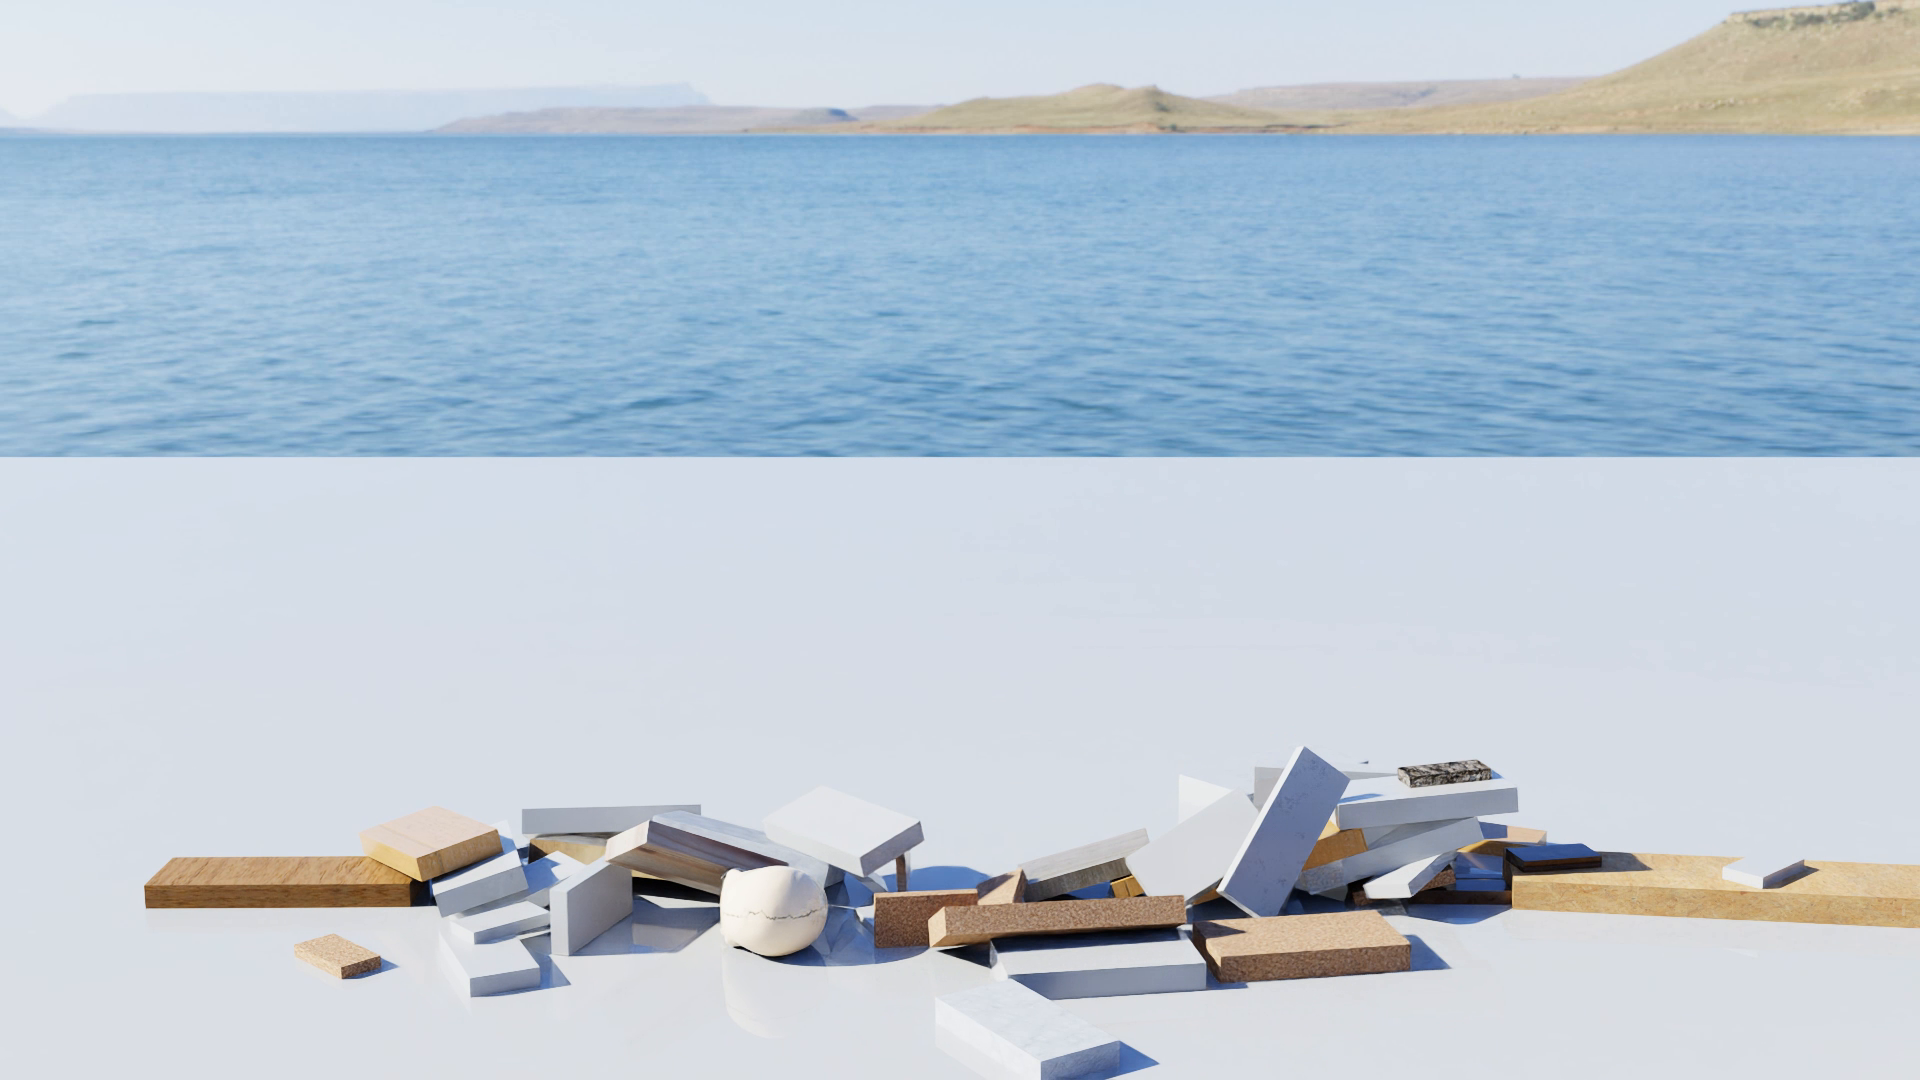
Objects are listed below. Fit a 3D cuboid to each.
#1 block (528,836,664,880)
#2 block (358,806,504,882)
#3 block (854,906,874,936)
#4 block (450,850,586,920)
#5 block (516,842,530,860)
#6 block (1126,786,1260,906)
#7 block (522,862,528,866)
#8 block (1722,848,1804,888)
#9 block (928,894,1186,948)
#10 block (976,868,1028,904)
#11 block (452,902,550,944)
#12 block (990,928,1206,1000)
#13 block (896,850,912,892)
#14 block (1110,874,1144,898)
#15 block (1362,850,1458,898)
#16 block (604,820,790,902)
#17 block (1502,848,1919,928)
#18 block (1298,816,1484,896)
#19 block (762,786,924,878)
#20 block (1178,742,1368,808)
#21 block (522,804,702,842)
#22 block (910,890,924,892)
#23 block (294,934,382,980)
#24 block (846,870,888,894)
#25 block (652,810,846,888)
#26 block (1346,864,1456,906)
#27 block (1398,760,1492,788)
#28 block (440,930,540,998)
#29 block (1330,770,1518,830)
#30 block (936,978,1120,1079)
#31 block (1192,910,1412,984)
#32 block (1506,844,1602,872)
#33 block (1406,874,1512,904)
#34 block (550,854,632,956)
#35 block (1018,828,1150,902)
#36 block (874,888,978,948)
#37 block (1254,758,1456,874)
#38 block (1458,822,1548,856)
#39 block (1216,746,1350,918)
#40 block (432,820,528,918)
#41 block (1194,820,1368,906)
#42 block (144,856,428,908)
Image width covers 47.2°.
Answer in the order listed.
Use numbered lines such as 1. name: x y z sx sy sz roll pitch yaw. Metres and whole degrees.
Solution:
1. block: -0.555 0.539 3.718 0.307 0.043 0.153 3 -4 17
2. block: -0.884 0.503 3.666 0.142 0.040 0.283 -18 12 -32
3. block: -0.124 0.610 3.516 0.056 0.016 0.112 -4 11 -22
4. block: -0.713 0.572 3.560 0.210 0.030 0.105 -24 22 -34
5. block: -0.788 0.542 3.759 0.130 0.018 0.065 -14 0 5
6. block: 0.394 0.508 3.576 0.225 0.113 0.032 -30 -25 -11
7. block: -0.697 0.556 3.692 0.130 0.018 0.065 4 -4 3
8. block: 1.321 0.540 3.615 0.139 0.020 0.069 -9 14 -41
9. block: 0.148 0.586 3.381 0.372 0.042 0.149 -1 -17 -11
10. block: 0.060 0.582 3.557 0.081 0.023 0.161 -21 9 12
11. block: -0.714 0.595 3.424 0.136 0.019 0.068 -9 14 -41
12. block: 0.205 0.636 3.303 0.299 0.042 0.149 -2 11 -9
13. block: -0.095 0.529 3.653 0.016 0.112 0.056 3 37 6
14. block: 0.357 0.534 3.659 0.225 0.032 0.113 -20 7 1
15. block: 0.738 0.540 3.596 0.084 0.024 0.167 -11 10 42
16. block: -0.420 0.516 3.522 0.262 0.037 0.131 23 -33 -31
17. block: 1.255 0.573 3.628 0.686 0.049 0.173 1 11 8
18. block: 0.705 0.506 3.662 0.297 0.042 0.149 -18 7 0
19. block: -0.194 0.478 3.629 0.131 0.037 0.262 -27 25 -35
20. block: 0.605 0.461 4.229 0.346 0.049 0.173 -9 14 -39
21. block: -0.610 0.499 3.876 0.307 0.043 0.153 -1 -13 -6
22. block: -0.037 0.602 3.540 0.081 0.023 0.161 -1 11 -3
23. block: -0.953 0.637 3.365 0.136 0.019 0.068 10 14 43
24. block: -0.168 0.548 3.651 0.112 0.016 0.056 40 4 -17
25. block: -0.352 0.517 3.687 0.307 0.043 0.153 13 -1 10
26. block: 0.728 0.562 3.641 0.167 0.024 0.084 -14 10 4
27. block: 0.808 0.390 3.672 0.139 0.020 0.069 -5 7 -5
28. block: -0.716 0.636 3.341 0.105 0.030 0.210 -5 12 -25
29. block: 0.757 0.428 3.652 0.297 0.042 0.148 -5 7 -4
30. block: 0.091 0.684 3.063 0.131 0.037 0.262 -7 12 -32
31. block: 0.522 0.623 3.375 0.299 0.042 0.149 -2 11 -10
32. block: 0.990 0.530 3.669 0.139 0.020 0.069 -2 11 -11
33. block: 0.824 0.580 3.657 0.167 0.024 0.084 0 11 2
34. block: -0.582 0.572 3.480 0.030 0.105 0.210 4 11 19
35. block: 0.210 0.543 3.664 0.225 0.032 0.113 -16 10 2
36. block: -0.053 0.591 3.439 0.161 0.081 0.023 -1 8 -7
37. block: 0.683 0.477 3.803 0.346 0.173 0.049 2 11 10
38. block: 0.934 0.531 3.914 0.195 0.028 0.098 5 12 27
39. block: 0.523 0.476 3.548 0.098 0.278 0.028 35 -19 -8
40. block: -0.797 0.538 3.617 0.142 0.040 0.284 -18 12 -13
41. block: 0.516 0.522 3.659 0.297 0.042 0.148 -18 7 0
42. block: -1.118 0.570 3.667 0.431 0.040 0.142 0 11 -1
